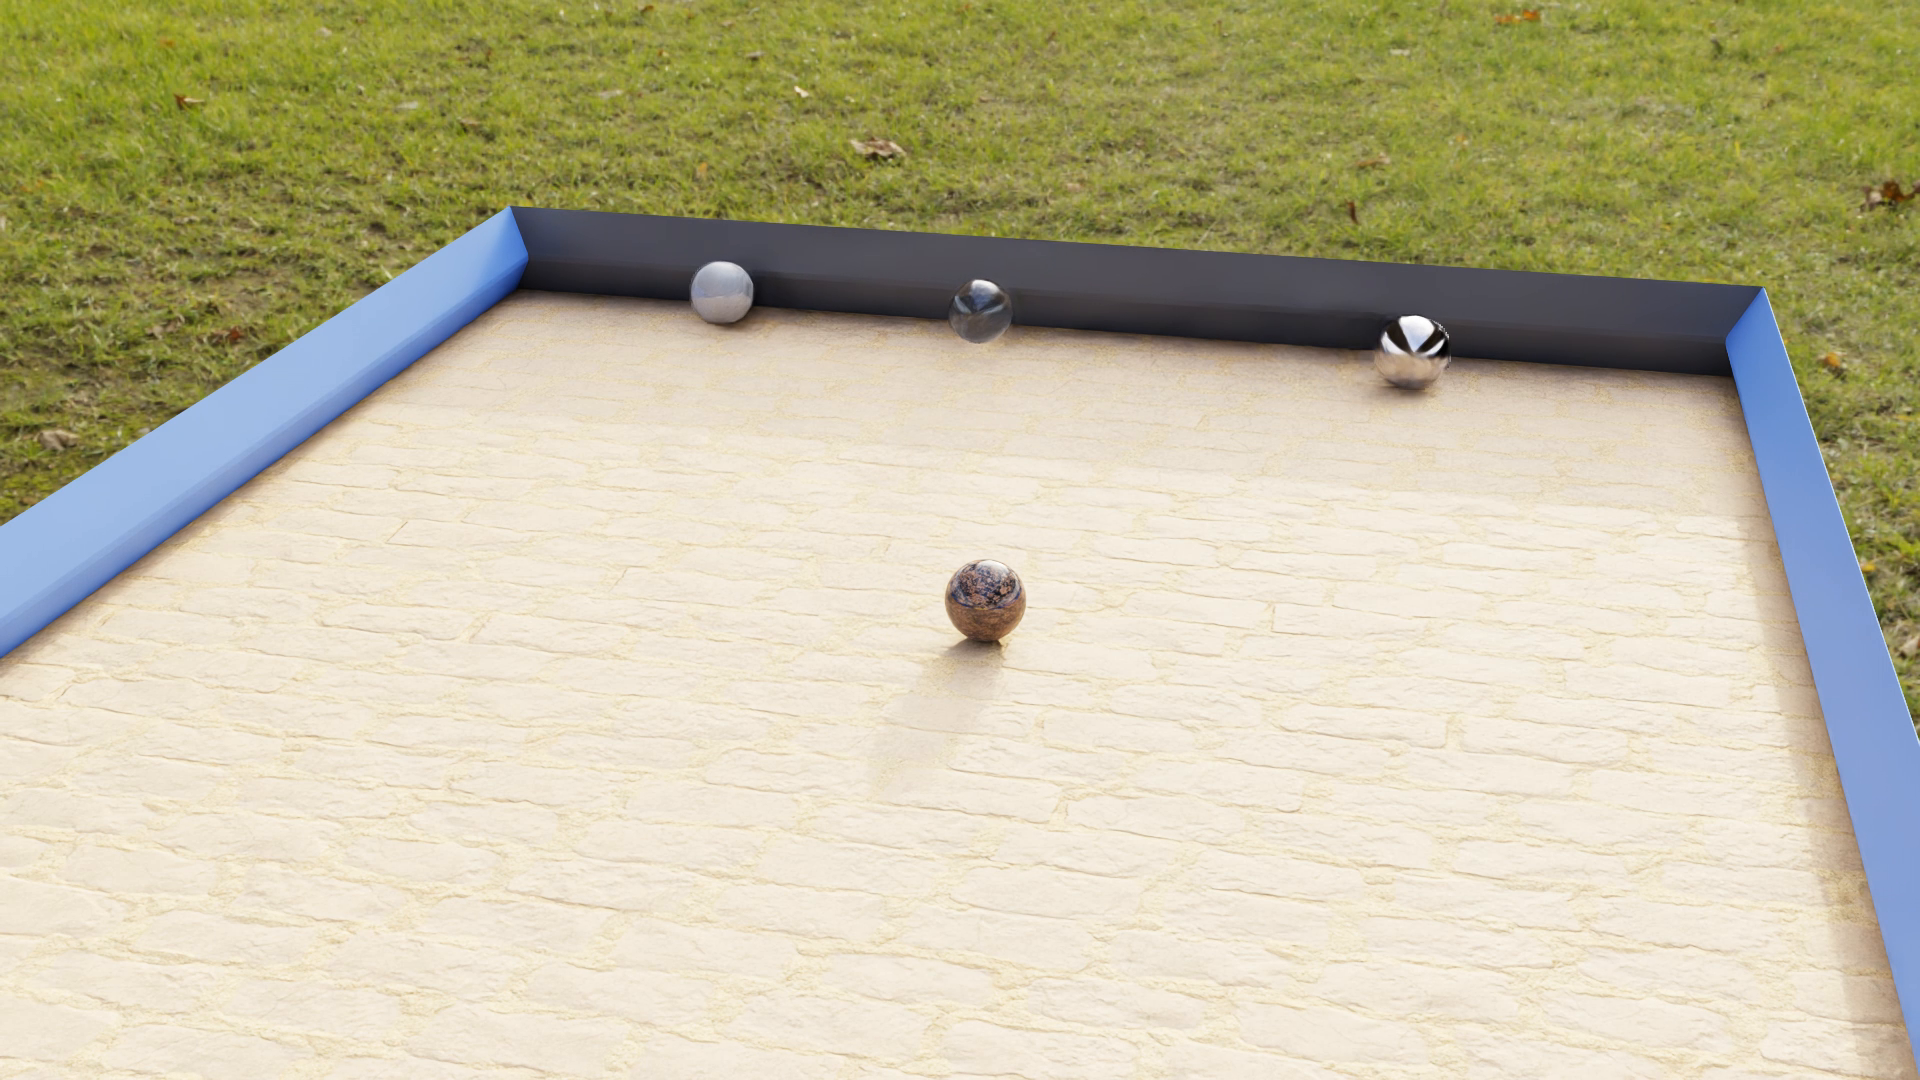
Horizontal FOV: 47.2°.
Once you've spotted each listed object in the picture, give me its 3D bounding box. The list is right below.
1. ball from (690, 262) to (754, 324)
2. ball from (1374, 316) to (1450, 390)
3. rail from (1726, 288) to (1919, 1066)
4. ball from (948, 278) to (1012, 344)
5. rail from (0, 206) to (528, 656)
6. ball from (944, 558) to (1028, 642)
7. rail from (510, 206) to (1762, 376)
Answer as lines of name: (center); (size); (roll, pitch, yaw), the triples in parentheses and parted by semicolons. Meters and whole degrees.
ball: (-0.346, -0.360, 3.199); (0.091, 0.091, 0.091); (0, 24, 0)
ball: (0.605, -0.251, 2.945); (0.098, 0.098, 0.098); (0, 24, 0)
rail: (0.658, 0.407, 1.415); (0.045, 0.128, 3.505); (5, 24, 12)
ball: (0.029, -0.325, 3.119); (0.092, 0.092, 0.092); (0, 24, 0)
rail: (-1.056, 0.245, 1.780); (0.045, 0.128, 3.505); (5, 24, 12)
ball: (0.026, 0.061, 2.252); (0.085, 0.085, 0.085); (0, 24, 0)
rail: (0.193, -0.354, 3.138); (1.807, 0.128, 0.045); (5, 24, 12)
